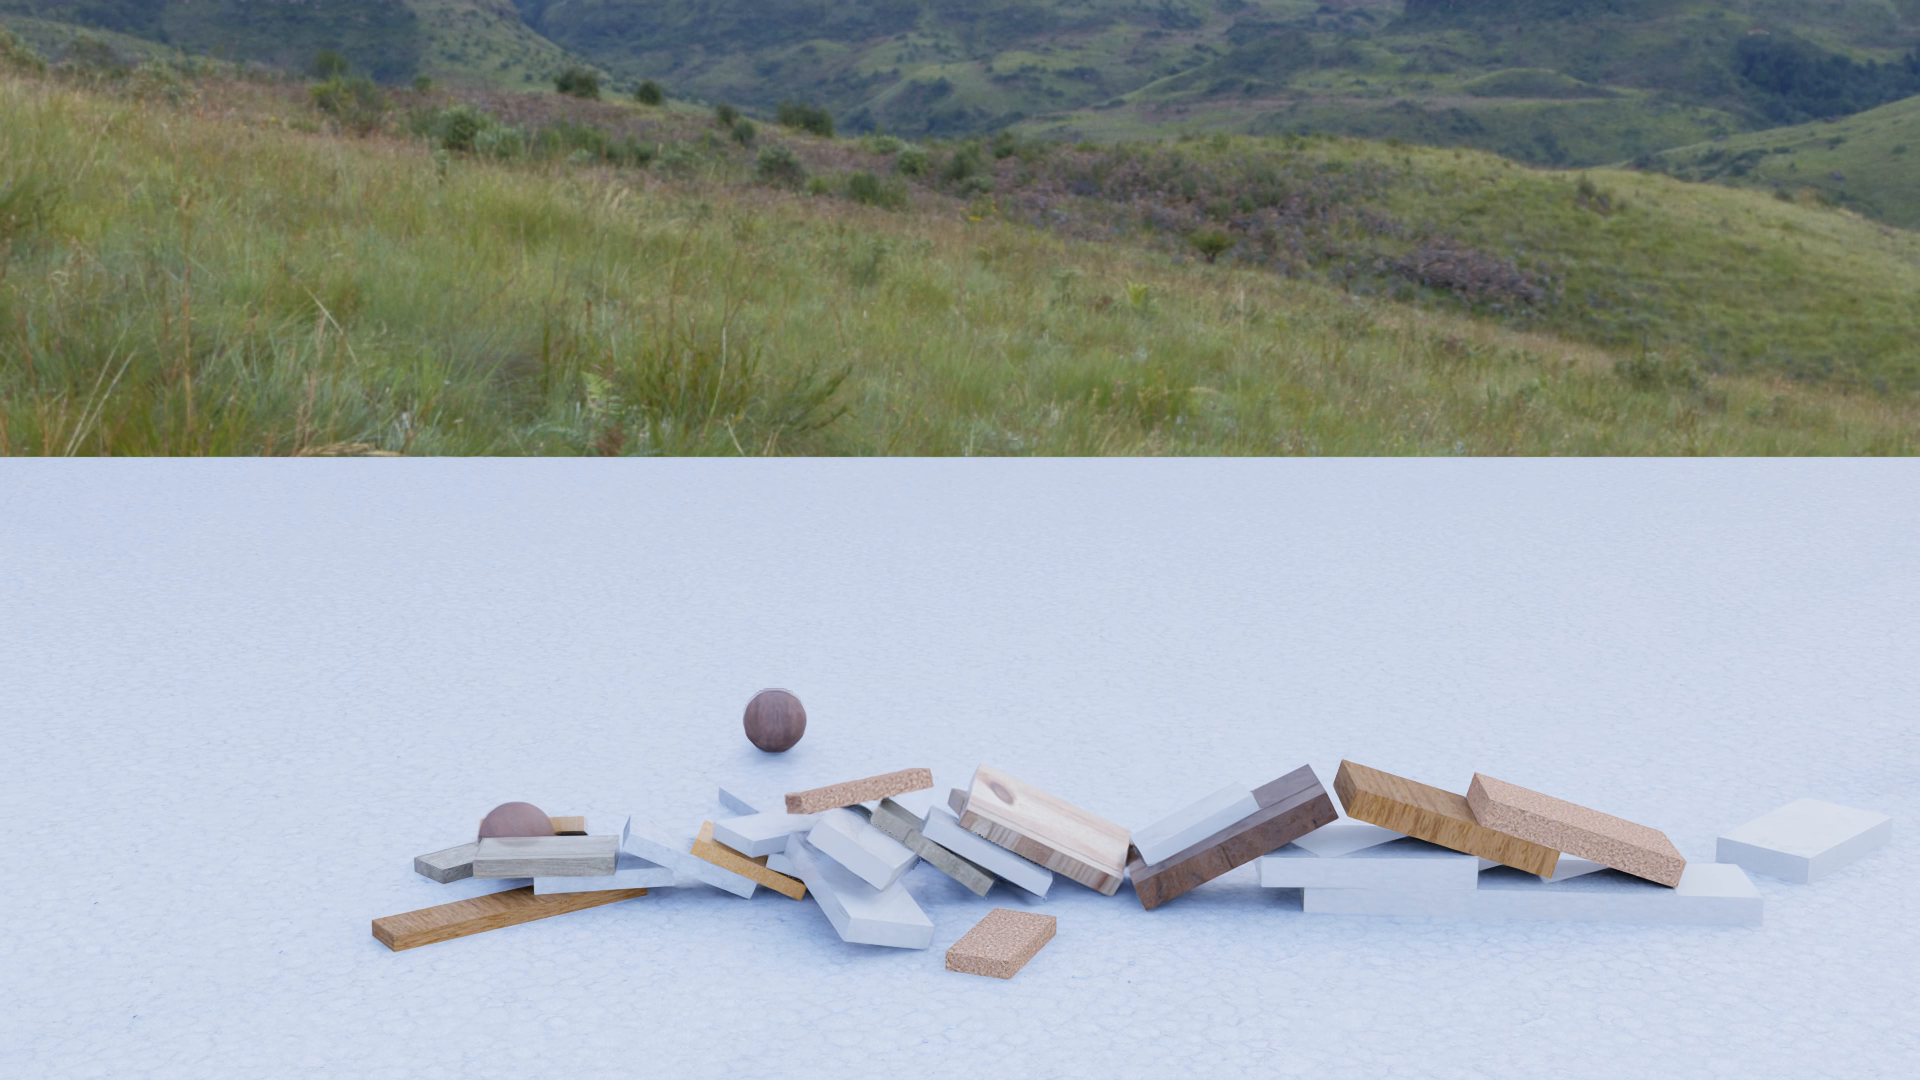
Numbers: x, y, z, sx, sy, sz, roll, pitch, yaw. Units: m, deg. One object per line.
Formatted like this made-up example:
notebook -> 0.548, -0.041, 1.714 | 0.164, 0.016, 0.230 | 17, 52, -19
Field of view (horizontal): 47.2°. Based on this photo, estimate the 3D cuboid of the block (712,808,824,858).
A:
block -> -0.305, 0.487, 3.685 | 0.100, 0.028, 0.200 | 18, 15, 41

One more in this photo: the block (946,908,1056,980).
block -> 0.065, 0.624, 3.406 | 0.104, 0.029, 0.208 | 4, 11, 22

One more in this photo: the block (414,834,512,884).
block -> -0.841, 0.551, 3.807 | 0.182, 0.026, 0.091 | -10, 15, -44

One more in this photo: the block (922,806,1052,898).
block -> 0.045, 0.516, 3.657 | 0.226, 0.032, 0.113 | 27, 4, -1

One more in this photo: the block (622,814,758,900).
block -> -0.450, 0.527, 3.667 | 0.227, 0.032, 0.113 | 23, 6, -11

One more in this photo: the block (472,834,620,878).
block -> -0.680, 0.522, 3.628 | 0.227, 0.032, 0.113 | -1, 11, -4

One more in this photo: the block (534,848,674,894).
block -> -0.594, 0.549, 3.662 | 0.227, 0.032, 0.113 | -2, 11, -11

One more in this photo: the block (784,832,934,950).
block -> -0.165, 0.558, 3.520 | 0.142, 0.040, 0.314 | 11, 13, -25

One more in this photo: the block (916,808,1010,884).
block -> 0.017, 0.530, 3.822 | 0.242, 0.030, 0.106 | 18, 20, 38

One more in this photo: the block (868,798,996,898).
block -> -0.045, 0.509, 3.663 | 0.226, 0.032, 0.113 | 33, 4, 0

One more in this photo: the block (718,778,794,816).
block -> -0.359, 0.494, 4.106 | 0.106, 0.030, 0.212 | -6, 12, -29

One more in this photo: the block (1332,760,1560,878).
block -> 0.802, 0.460, 3.643 | 0.347, 0.049, 0.174 | 17, 10, -1

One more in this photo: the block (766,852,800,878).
block -> -0.216, 0.548, 3.667 | 0.200, 0.028, 0.100 | 17, 12, 4

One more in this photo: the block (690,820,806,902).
block -> -0.347, 0.535, 3.674 | 0.200, 0.028, 0.100 | 24, 10, -3

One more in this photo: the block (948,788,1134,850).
block -> 0.155, 0.496, 3.806 | 0.347, 0.029, 0.104 | 16, 6, -18

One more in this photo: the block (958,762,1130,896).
block -> 0.144, 0.486, 3.697 | 0.284, 0.040, 0.142 | 25, 29, -3

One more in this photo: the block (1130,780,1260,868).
block -> 0.390, 0.472, 3.666 | 0.208, 0.029, 0.104 | -27, 9, -2

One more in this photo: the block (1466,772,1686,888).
block -> 1.013, 0.477, 3.630 | 0.330, 0.047, 0.165 | 18, 10, 1

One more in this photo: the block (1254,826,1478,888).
block -> 0.664, 0.523, 3.640 | 0.347, 0.049, 0.174 | 0, 11, 1

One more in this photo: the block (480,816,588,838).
block -> -0.760, 0.512, 3.928 | 0.182, 0.026, 0.091 | -1, -12, -5

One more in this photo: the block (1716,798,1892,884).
block -> 1.491, 0.527, 3.878 | 0.330, 0.047, 0.165 | -10, 15, -43

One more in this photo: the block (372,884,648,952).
block -> -0.725, 0.596, 3.568 | 0.441, 0.026, 0.091 | -8, 13, -36

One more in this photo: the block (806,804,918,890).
block -> -0.150, 0.492, 3.564 | 0.142, 0.040, 0.284 | 33, 4, 8

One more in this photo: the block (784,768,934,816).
block -> -0.169, 0.419, 3.663 | 0.226, 0.032, 0.113 | -10, -3, -20

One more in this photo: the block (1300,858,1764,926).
block -> 0.929, 0.574, 3.627 | 0.727, 0.047, 0.165 | 1, 11, 5

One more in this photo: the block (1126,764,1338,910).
block -> 0.446, 0.491, 3.649 | 0.347, 0.049, 0.174 | -26, 9, 4
